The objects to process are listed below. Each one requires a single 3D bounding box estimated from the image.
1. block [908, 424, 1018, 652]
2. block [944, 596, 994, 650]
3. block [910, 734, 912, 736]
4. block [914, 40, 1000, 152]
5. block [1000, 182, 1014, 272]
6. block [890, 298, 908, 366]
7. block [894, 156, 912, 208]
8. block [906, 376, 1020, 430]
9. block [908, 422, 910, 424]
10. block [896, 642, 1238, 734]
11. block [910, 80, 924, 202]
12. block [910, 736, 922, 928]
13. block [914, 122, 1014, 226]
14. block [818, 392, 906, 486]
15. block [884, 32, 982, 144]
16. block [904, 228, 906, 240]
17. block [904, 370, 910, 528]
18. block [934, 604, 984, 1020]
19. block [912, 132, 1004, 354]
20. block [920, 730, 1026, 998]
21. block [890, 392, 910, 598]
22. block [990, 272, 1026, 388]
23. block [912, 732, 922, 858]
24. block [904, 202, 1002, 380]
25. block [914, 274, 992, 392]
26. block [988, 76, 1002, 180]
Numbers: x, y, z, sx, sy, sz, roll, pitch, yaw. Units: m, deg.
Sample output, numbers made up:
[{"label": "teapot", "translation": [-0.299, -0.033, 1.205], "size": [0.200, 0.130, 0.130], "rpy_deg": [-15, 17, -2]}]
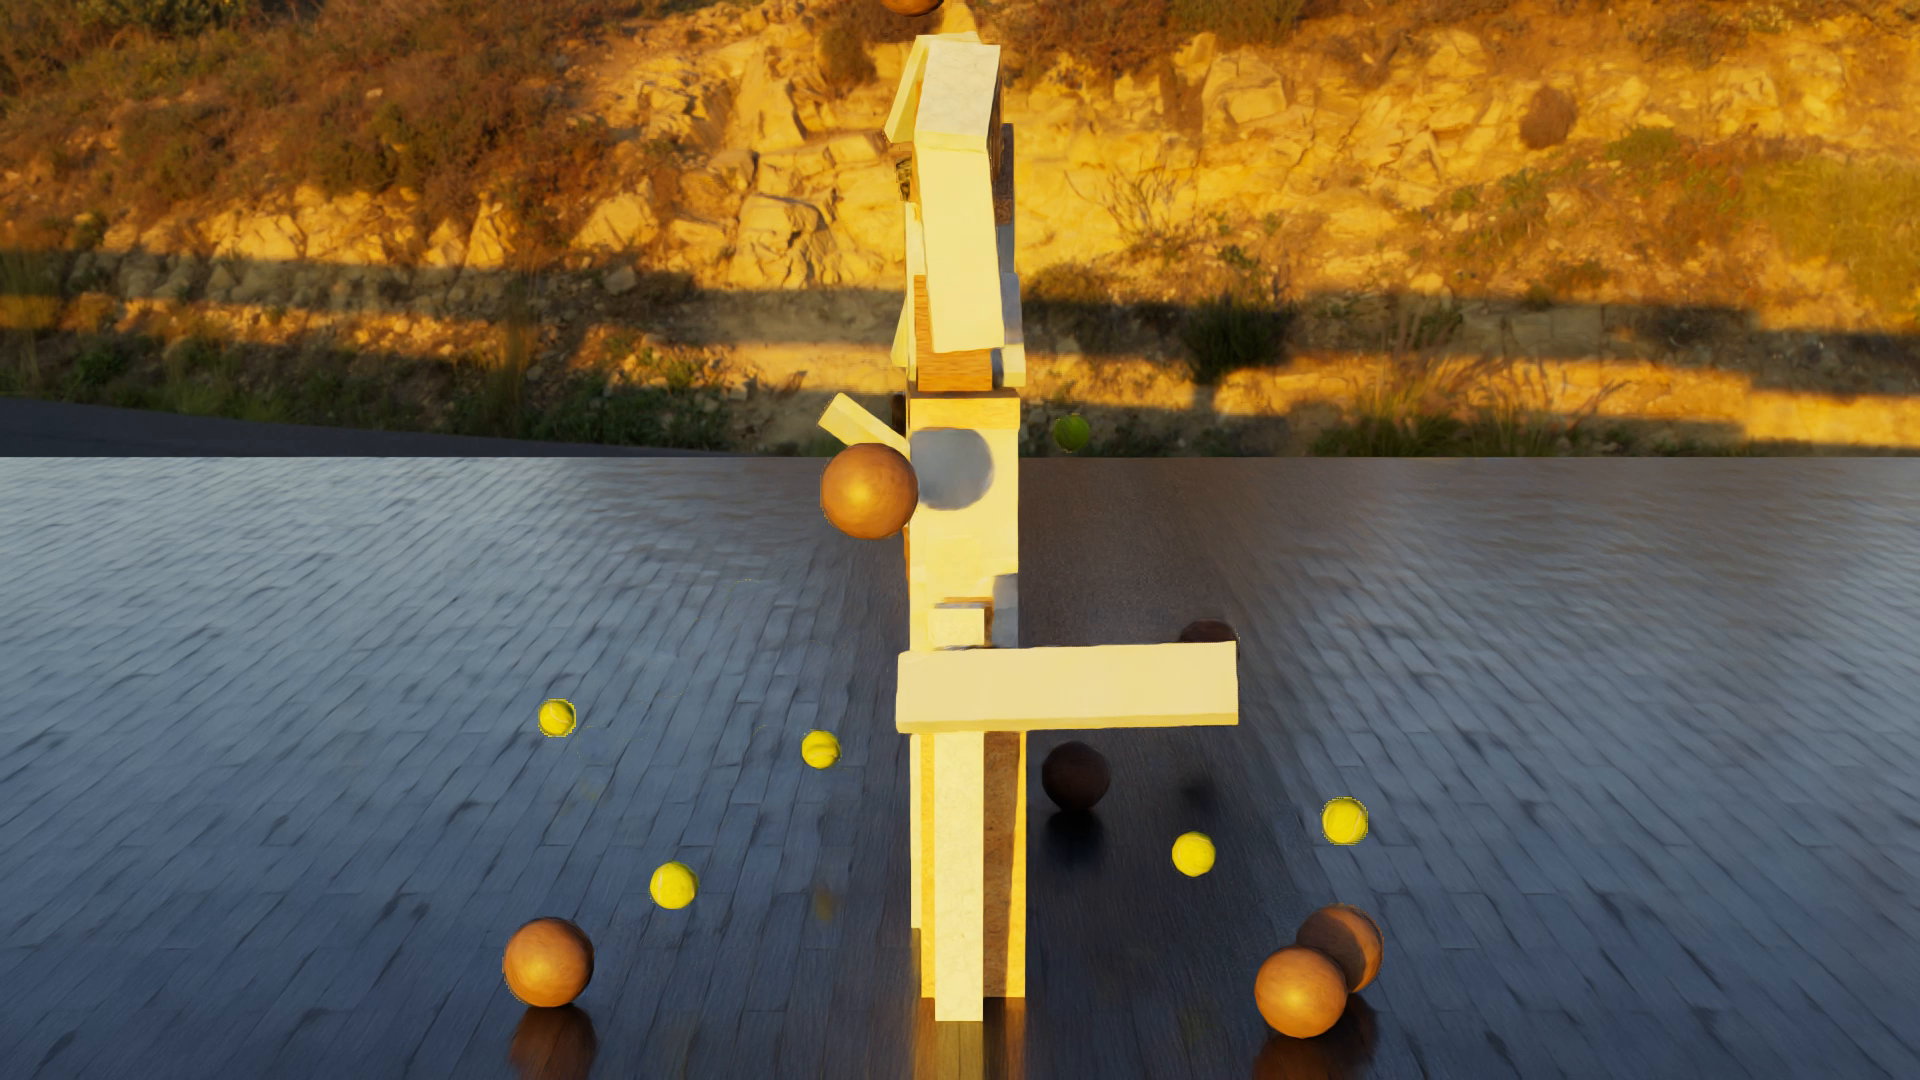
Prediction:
[{"label": "block", "translation": [0.005, 0.004, 3.188], "size": [0.156, 0.342, 0.044], "rpy_deg": [0, 12, -2]}, {"label": "block", "translation": [0.011, 0.137, 3.025], "size": [0.067, 0.135, 0.019], "rpy_deg": [1, 37, -1]}, {"label": "block", "translation": [0.006, 0.254, 3.579], "size": [0.162, 0.046, 0.324], "rpy_deg": [0, 11, 1]}, {"label": "block", "translation": [-0.002, -0.636, 3.145], "size": [0.102, 0.029, 0.204], "rpy_deg": [6, 51, 3]}, {"label": "block", "translation": [0.013, -0.448, 3.521], "size": [0.146, 0.292, 0.041], "rpy_deg": [0, 2, -5]}, {"label": "block", "translation": [-0.048, -0.395, 3.844], "size": [0.102, 0.204, 0.029], "rpy_deg": [2, 36, -20]}, {"label": "block", "translation": [-0.036, -0.555, 3.782], "size": [0.106, 0.279, 0.030], "rpy_deg": [-15, 53, -2]}, {"label": "block", "translation": [0.002, -0.206, 3.254], "size": [0.156, 0.044, 0.312], "rpy_deg": [-1, 10, -2]}, {"label": "block", "translation": [0.000, -0.050, 3.397], "size": [0.156, 0.312, 0.044], "rpy_deg": [0, 13, -2]}, {"label": "block", "translation": [0.140, 0.195, 2.898], "size": [0.446, 0.107, 0.030], "rpy_deg": [-2, -34, 6]}, {"label": "block", "translation": [-0.023, -0.650, 3.606], "size": [0.106, 0.211, 0.030], "rpy_deg": [-11, 35, -24]}, {"label": "block", "translation": [0.004, 0.456, 3.504], "size": [0.162, 0.324, 0.046], "rpy_deg": [0, 11, 0]}, {"label": "block", "translation": [0.010, -0.577, 3.435], "size": [0.146, 0.041, 0.292], "rpy_deg": [3, 34, 0]}, {"label": "block", "translation": [-0.146, -0.171, 3.835], "size": [0.204, 0.029, 0.102], "rpy_deg": [36, -23, -4]}, {"label": "block", "translation": [-0.045, -0.738, 3.594], "size": [0.106, 0.030, 0.211], "rpy_deg": [-11, -30, -26]}, {"label": "block", "translation": [-0.035, -0.340, 3.732], "size": [0.096, 0.382, 0.027], "rpy_deg": [-5, 9, -11]}, {"label": "block", "translation": [-0.023, -0.152, 3.655], "size": [0.131, 0.263, 0.037], "rpy_deg": [-3, 12, -20]}, {"label": "block", "translation": [-0.001, 0.387, 3.055], "size": [0.068, 0.627, 0.019], "rpy_deg": [0, 18, 0]}, {"label": "block", "translation": [-0.001, -0.430, 3.158], "size": [0.102, 0.314, 0.029], "rpy_deg": [-6, 9, -7]}, {"label": "block", "translation": [0.019, 0.447, 3.207], "size": [0.151, 0.449, 0.043], "rpy_deg": [0, 11, -1]}, {"label": "block", "translation": [-0.036, 0.111, 4.076], "size": [0.115, 0.785, 0.033], "rpy_deg": [-5, 13, 0]}, {"label": "block", "translation": [0.039, -0.315, 3.288], "size": [0.107, 0.030, 0.214], "rpy_deg": [-1, 49, -2]}, {"label": "block", "translation": [0.002, 0.338, 3.392], "size": [0.151, 0.302, 0.043], "rpy_deg": [0, 11, -1]}, {"label": "block", "translation": [-0.009, -0.386, 3.392], "size": [0.146, 0.313, 0.041], "rpy_deg": [-1, -31, -3]}, {"label": "block", "translation": [-0.012, -0.307, 3.240], "size": [0.107, 0.030, 0.214], "rpy_deg": [-1, 49, -3]}, {"label": "block", "translation": [0.011, -0.617, 3.283], "size": [0.102, 0.029, 0.204], "rpy_deg": [6, -28, 3]}]
